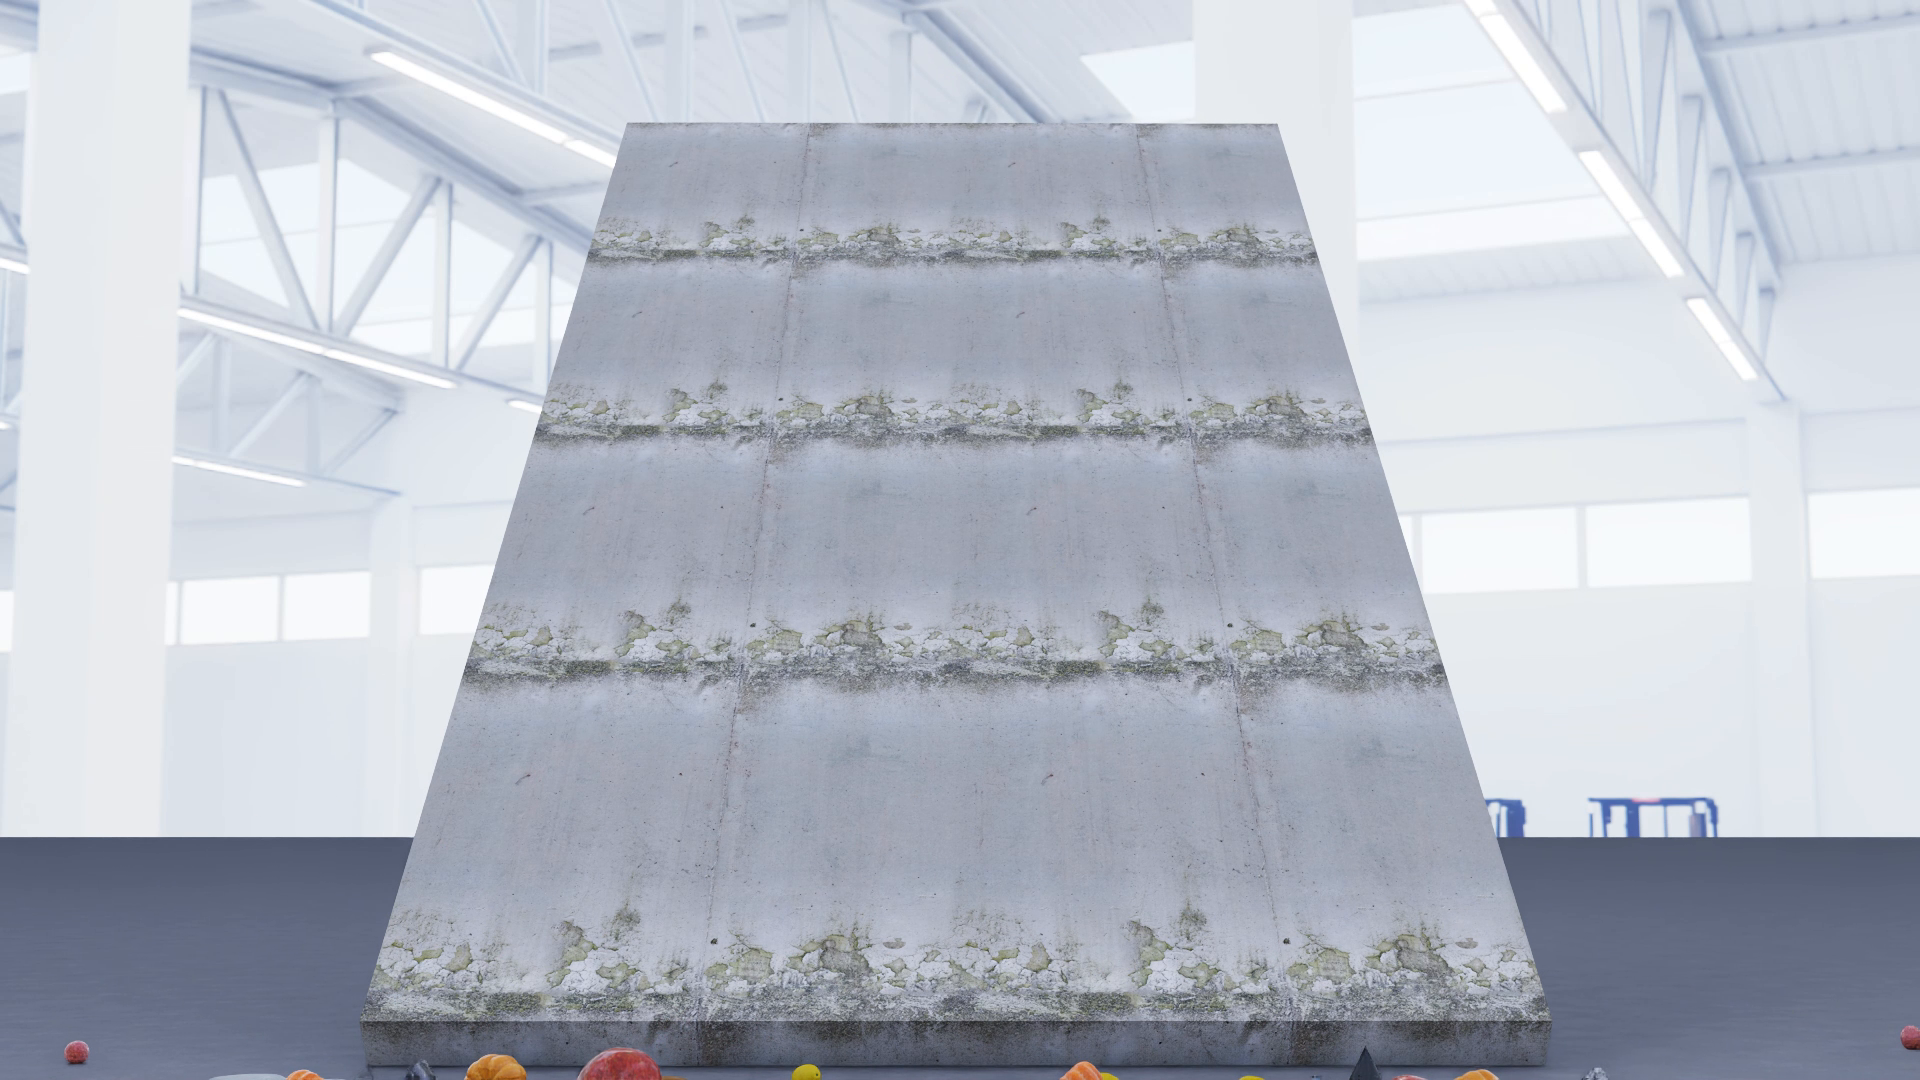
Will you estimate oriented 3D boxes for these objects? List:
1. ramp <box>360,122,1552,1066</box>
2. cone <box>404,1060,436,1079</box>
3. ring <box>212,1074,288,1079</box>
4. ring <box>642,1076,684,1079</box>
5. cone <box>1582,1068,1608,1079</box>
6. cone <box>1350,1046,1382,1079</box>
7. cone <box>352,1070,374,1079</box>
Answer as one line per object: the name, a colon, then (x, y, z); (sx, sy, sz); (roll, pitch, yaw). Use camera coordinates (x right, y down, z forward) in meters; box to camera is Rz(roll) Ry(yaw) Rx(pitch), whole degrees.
ramp: (-0.014, -0.196, 5.818); (2.000, 0.100, 4.000); (0, 31, 0)
cone: (-0.711, 0.771, 3.306); (0.095, 0.095, 0.095); (26, -2, 11)
ring: (-1.030, 0.795, 3.511); (0.130, 0.043, 0.130); (-1, -6, 0)
ring: (-0.444, 0.821, 3.659); (0.080, 0.027, 0.080); (1, -6, 0)
cone: (0.898, 0.782, 3.367); (0.077, 0.077, 0.077); (7, 17, -47)
cone: (0.607, 0.795, 3.647); (0.076, 0.076, 0.076); (0, -7, 0)
cone: (-0.835, 0.797, 3.464); (0.064, 0.064, 0.064); (26, 4, 22)
